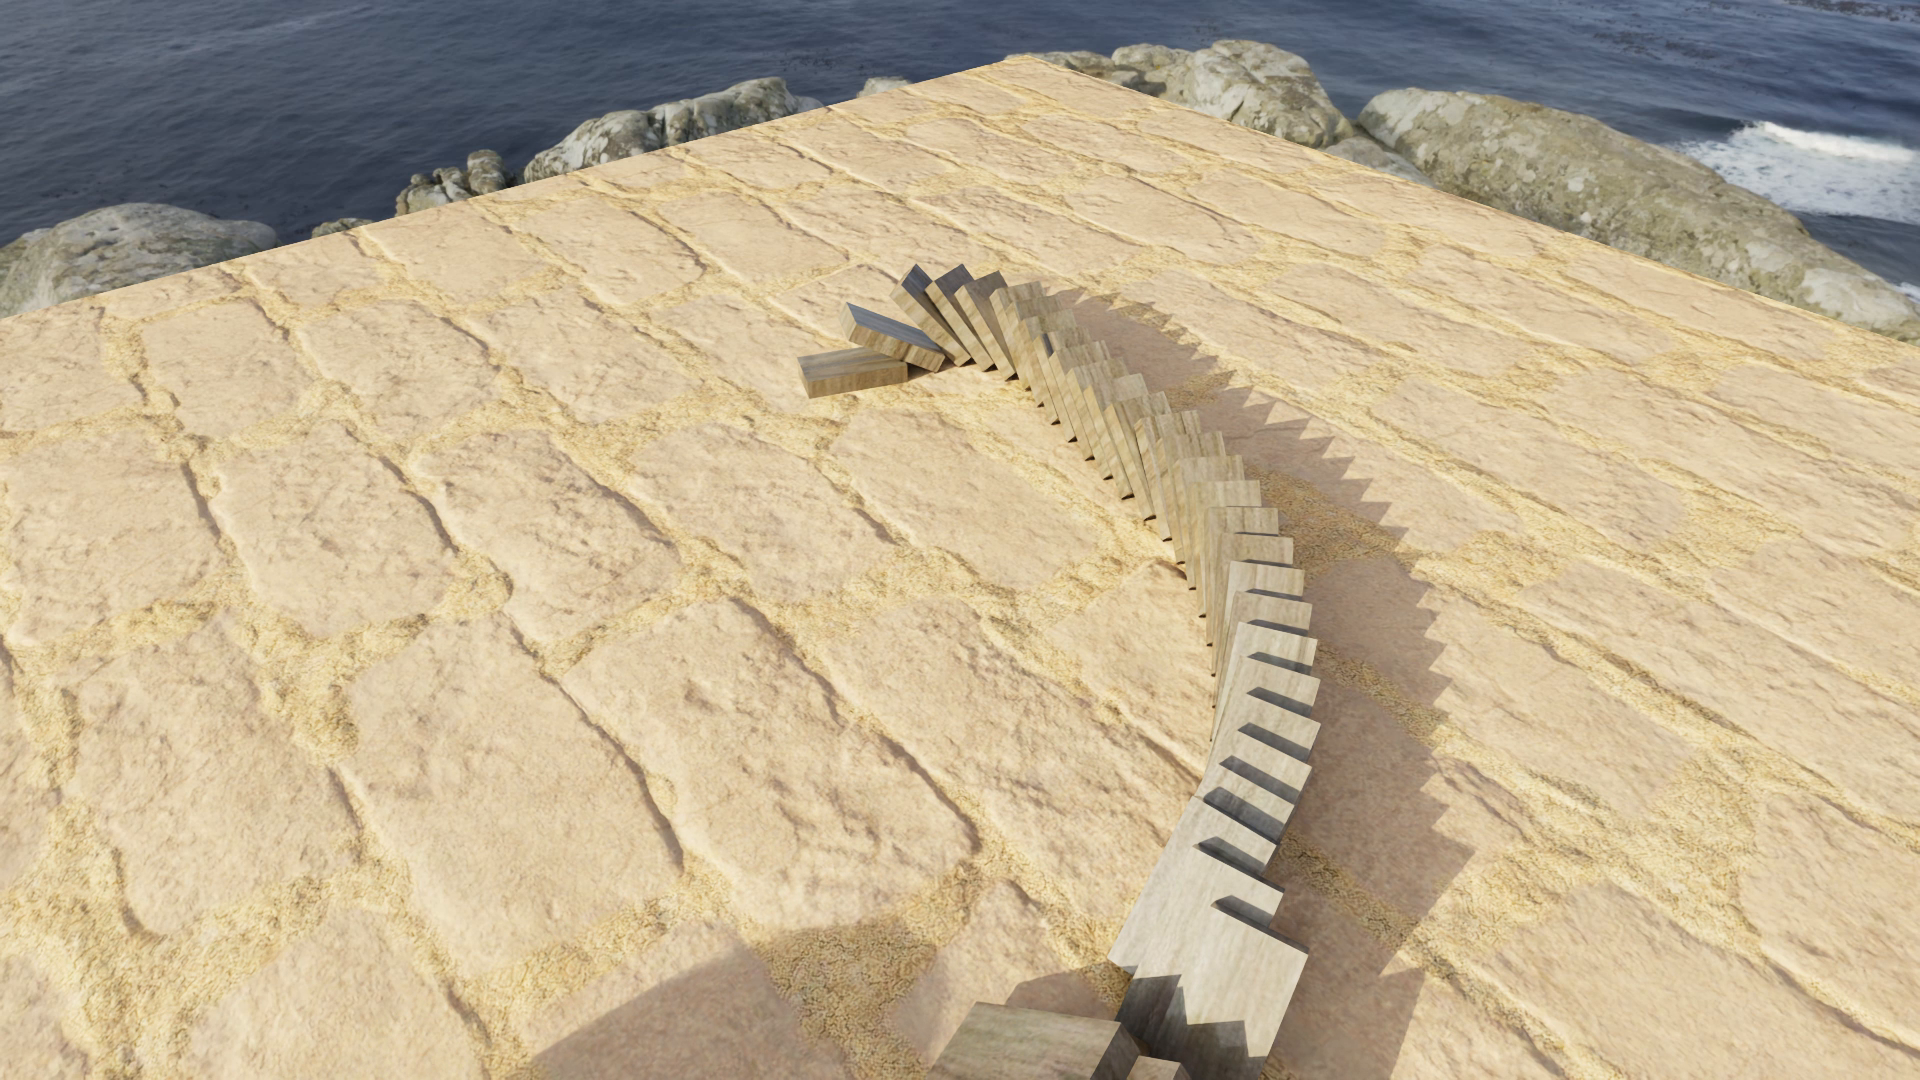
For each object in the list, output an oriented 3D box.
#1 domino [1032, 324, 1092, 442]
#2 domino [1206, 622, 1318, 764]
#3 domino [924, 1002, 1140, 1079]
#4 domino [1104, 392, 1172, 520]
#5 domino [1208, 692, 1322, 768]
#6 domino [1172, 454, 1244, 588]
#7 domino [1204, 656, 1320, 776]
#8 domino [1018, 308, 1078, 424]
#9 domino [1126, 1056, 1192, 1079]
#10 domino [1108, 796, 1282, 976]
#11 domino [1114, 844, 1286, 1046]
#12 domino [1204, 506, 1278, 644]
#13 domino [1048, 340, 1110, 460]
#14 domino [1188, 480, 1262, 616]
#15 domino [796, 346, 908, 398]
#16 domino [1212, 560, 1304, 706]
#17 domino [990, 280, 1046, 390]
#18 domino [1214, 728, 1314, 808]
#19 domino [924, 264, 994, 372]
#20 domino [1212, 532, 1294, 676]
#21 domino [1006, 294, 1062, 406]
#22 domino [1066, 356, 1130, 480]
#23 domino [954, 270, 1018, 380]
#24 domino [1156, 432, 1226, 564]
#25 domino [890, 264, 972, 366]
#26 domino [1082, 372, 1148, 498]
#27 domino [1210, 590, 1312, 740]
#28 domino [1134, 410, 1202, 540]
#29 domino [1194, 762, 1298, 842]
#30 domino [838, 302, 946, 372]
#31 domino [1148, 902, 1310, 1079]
[{"bbox_3d":[0.054,-0.073,0.509,0.025,0.010,0.050,-16,81,-18],"label":"domino"},{"bbox_3d":[0.097,0.054,0.355,0.025,0.010,0.050,13,79,15],"label":"domino"},{"bbox_3d":[0.016,0.127,0.265,0.050,0.010,0.025,-17,20,46],"label":"domino"},{"bbox_3d":[0.082,-0.036,0.465,0.025,0.010,0.050,-15,79,-17],"label":"domino"},{"bbox_3d":[0.087,0.074,0.330,0.025,0.009,0.050,21,83,24],"label":"domino"},{"bbox_3d":[0.099,-0.007,0.429,0.025,0.010,0.050,-4,78,-5],"label":"domino"},{"bbox_3d":[0.092,0.064,0.342,0.025,0.010,0.050,16,81,19],"label":"domino"},{"bbox_3d":[0.048,-0.082,0.520,0.025,0.010,0.050,-15,82,-18],"label":"domino"},{"bbox_3d":[0.029,0.133,0.258,0.050,0.009,0.025,-17,20,46],"label":"domino"},{"bbox_3d":[0.063,0.098,0.298,0.025,0.010,0.050,28,90,28],"label":"domino"},{"bbox_3d":[0.062,0.108,0.285,0.025,0.009,0.050,24,89,22],"label":"domino"},{"bbox_3d":[0.104,0.013,0.404,0.025,0.010,0.050,1,78,2],"label":"domino"},{"bbox_3d":[0.061,-0.064,0.498,0.025,0.010,0.050,-15,80,-18],"label":"domino"},{"bbox_3d":[0.102,0.003,0.417,0.025,0.009,0.050,-2,78,-2],"label":"domino"},{"bbox_3d":[-0.054,-0.085,0.547,0.050,0.010,0.025,-12,41,-14],"label":"domino"},{"bbox_3d":[0.103,0.034,0.379,0.025,0.009,0.050,7,78,9],"label":"domino"},{"bbox_3d":[0.035,-0.101,0.542,0.025,0.010,0.050,-16,82,-23],"label":"domino"},{"bbox_3d":[0.080,0.083,0.319,0.025,0.009,0.050,25,85,27],"label":"domino"},{"bbox_3d":[0.006,-0.113,0.556,0.050,0.010,0.025,53,50,-6],"label":"domino"},{"bbox_3d":[0.104,0.024,0.392,0.025,0.010,0.050,5,78,5],"label":"domino"},{"bbox_3d":[0.042,-0.092,0.531,0.025,0.010,0.050,-15,82,-20],"label":"domino"},{"bbox_3d":[0.068,-0.054,0.487,0.025,0.009,0.050,-15,80,-18],"label":"domino"},{"bbox_3d":[0.021,-0.108,0.550,0.025,0.009,0.050,-31,90,-33],"label":"domino"},{"bbox_3d":[0.096,-0.017,0.441,0.025,0.009,0.050,-6,79,-9],"label":"domino"},{"bbox_3d":[-0.011,-0.114,0.557,0.050,0.010,0.025,44,39,-17],"label":"domino"},{"bbox_3d":[0.074,-0.045,0.476,0.025,0.010,0.050,-15,80,-18],"label":"domino"},{"bbox_3d":[0.100,0.044,0.367,0.025,0.010,0.050,10,79,12],"label":"domino"},{"bbox_3d":[0.091,-0.027,0.453,0.025,0.009,0.050,-10,79,-12],"label":"domino"},{"bbox_3d":[0.071,0.091,0.309,0.025,0.009,0.050,27,85,28],"label":"domino"},{"bbox_3d":[-0.034,-0.101,0.548,0.050,0.009,0.025,15,30,-29],"label":"domino"},{"bbox_3d":[0.065,0.119,0.272,0.025,0.010,0.050,22,88,22],"label":"domino"}]
